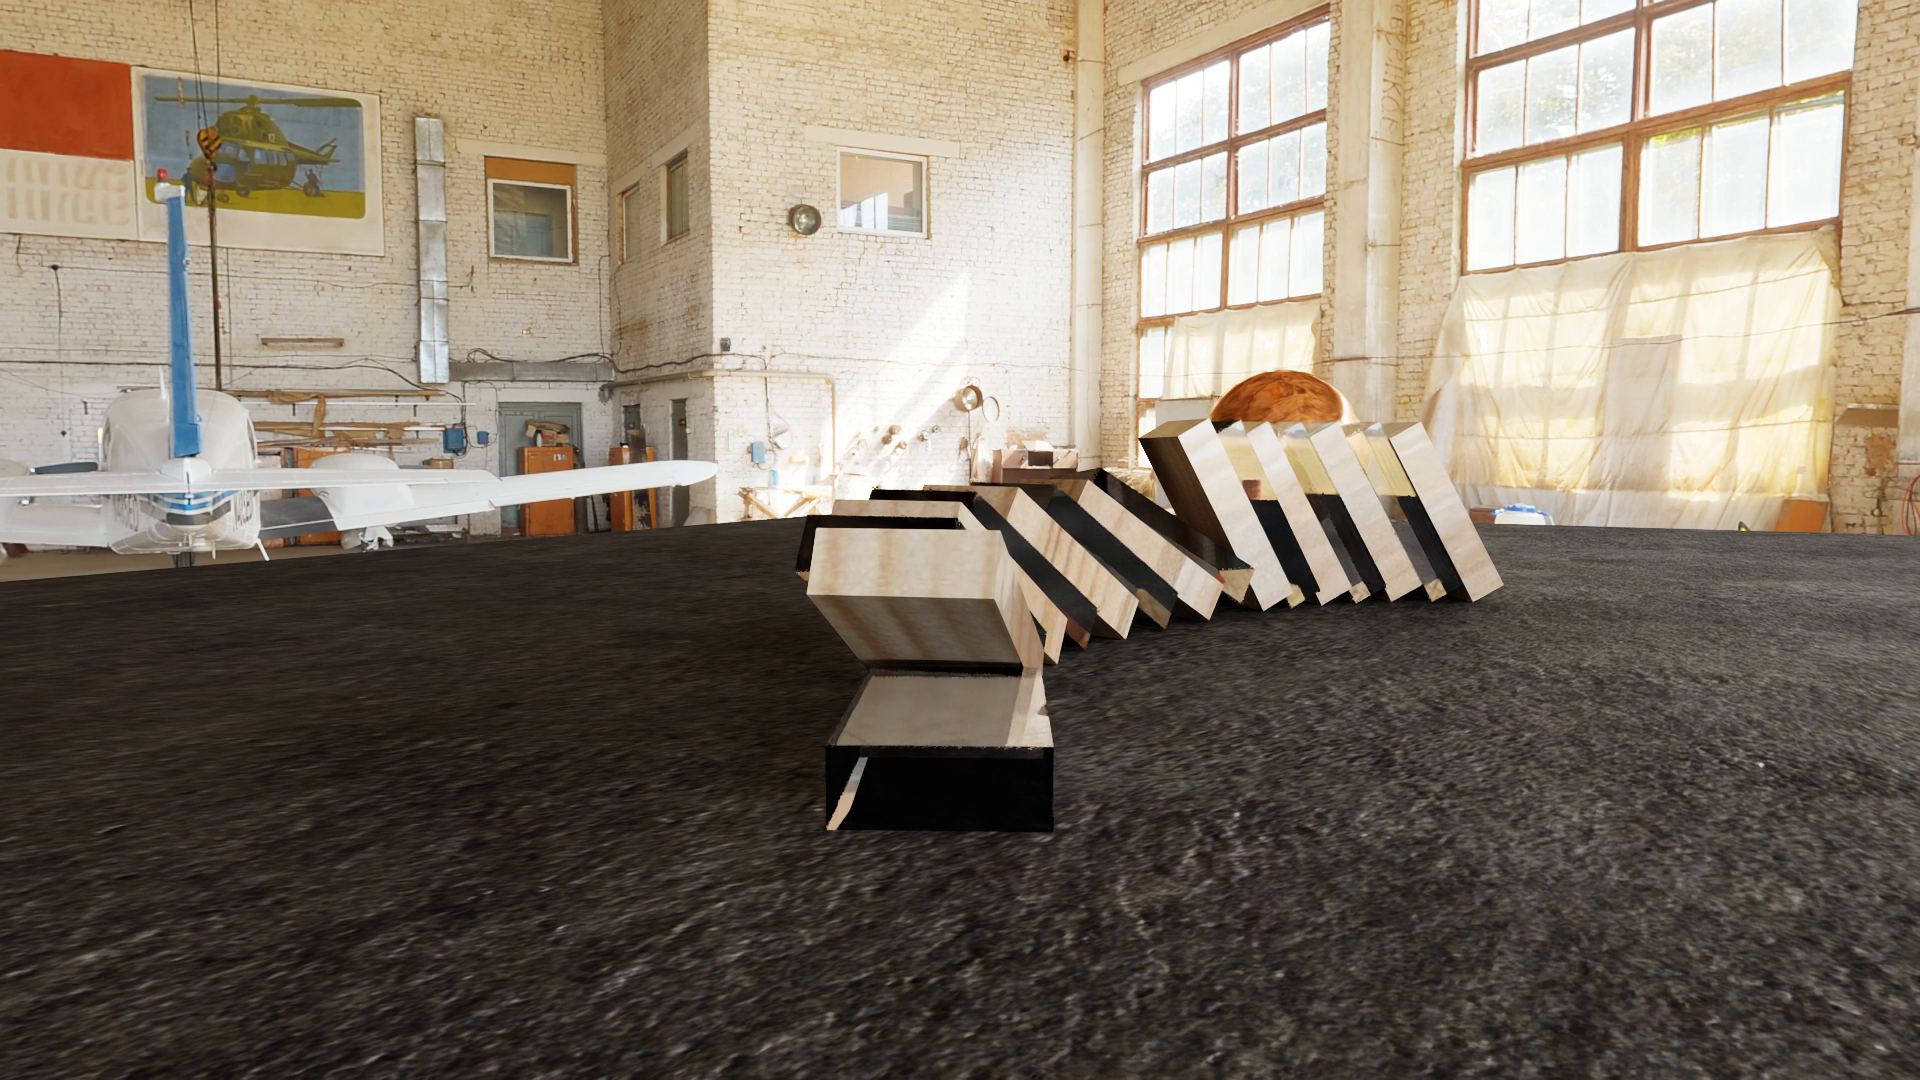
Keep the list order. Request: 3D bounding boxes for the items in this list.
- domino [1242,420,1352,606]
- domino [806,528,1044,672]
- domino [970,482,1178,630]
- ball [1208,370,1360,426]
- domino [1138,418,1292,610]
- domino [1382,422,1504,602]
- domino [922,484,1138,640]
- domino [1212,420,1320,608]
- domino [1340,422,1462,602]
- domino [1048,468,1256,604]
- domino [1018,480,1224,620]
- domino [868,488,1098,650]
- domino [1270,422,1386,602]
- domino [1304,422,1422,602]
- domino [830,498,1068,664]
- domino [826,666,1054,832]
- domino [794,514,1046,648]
[{"bbox_3d":[0.086,-0.008,0.348,0.010,0.050,0.025,-29,8,-5],"label":"domino"},{"bbox_3d":[-0.003,0.013,0.190,0.025,0.010,0.050,1,-23,11],"label":"domino"},{"bbox_3d":[0.025,0.004,0.289,0.025,0.010,0.050,4,-25,46],"label":"domino"},{"bbox_3d":[0.164,-0.046,0.653,0.080,0.080,0.080,0,4,0],"label":"ball"},{"bbox_3d":[0.066,-0.007,0.333,0.009,0.050,0.025,-30,10,-11],"label":"domino"},{"bbox_3d":[0.130,-0.008,0.356,0.010,0.050,0.025,-29,5,-1],"label":"domino"},{"bbox_3d":[0.014,0.005,0.273,0.025,0.010,0.050,4,-26,41],"label":"domino"},{"bbox_3d":[0.075,-0.007,0.340,0.010,0.050,0.025,-30,11,-11],"label":"domino"},{"bbox_3d":[0.119,-0.008,0.356,0.009,0.050,0.025,-29,5,-1],"label":"domino"},{"bbox_3d":[0.046,0.000,0.319,0.050,0.009,0.025,31,-15,-20],"label":"domino"},{"bbox_3d":[0.037,0.002,0.305,0.050,0.010,0.025,34,-17,-31],"label":"domino"},{"bbox_3d":[0.005,0.006,0.256,0.025,0.009,0.050,3,-26,37],"label":"domino"},{"bbox_3d":[0.097,-0.008,0.353,0.010,0.050,0.025,-29,5,-1],"label":"domino"},{"bbox_3d":[0.108,-0.008,0.356,0.009,0.050,0.025,-29,5,-1],"label":"domino"},{"bbox_3d":[-0.001,0.008,0.236,0.025,0.009,0.050,2,-25,29],"label":"domino"},{"bbox_3d":[-0.001,0.025,0.166,0.025,0.009,0.050,0,4,2],"label":"domino"},{"bbox_3d":[-0.005,0.011,0.214,0.025,0.009,0.050,2,-23,21],"label":"domino"}]
